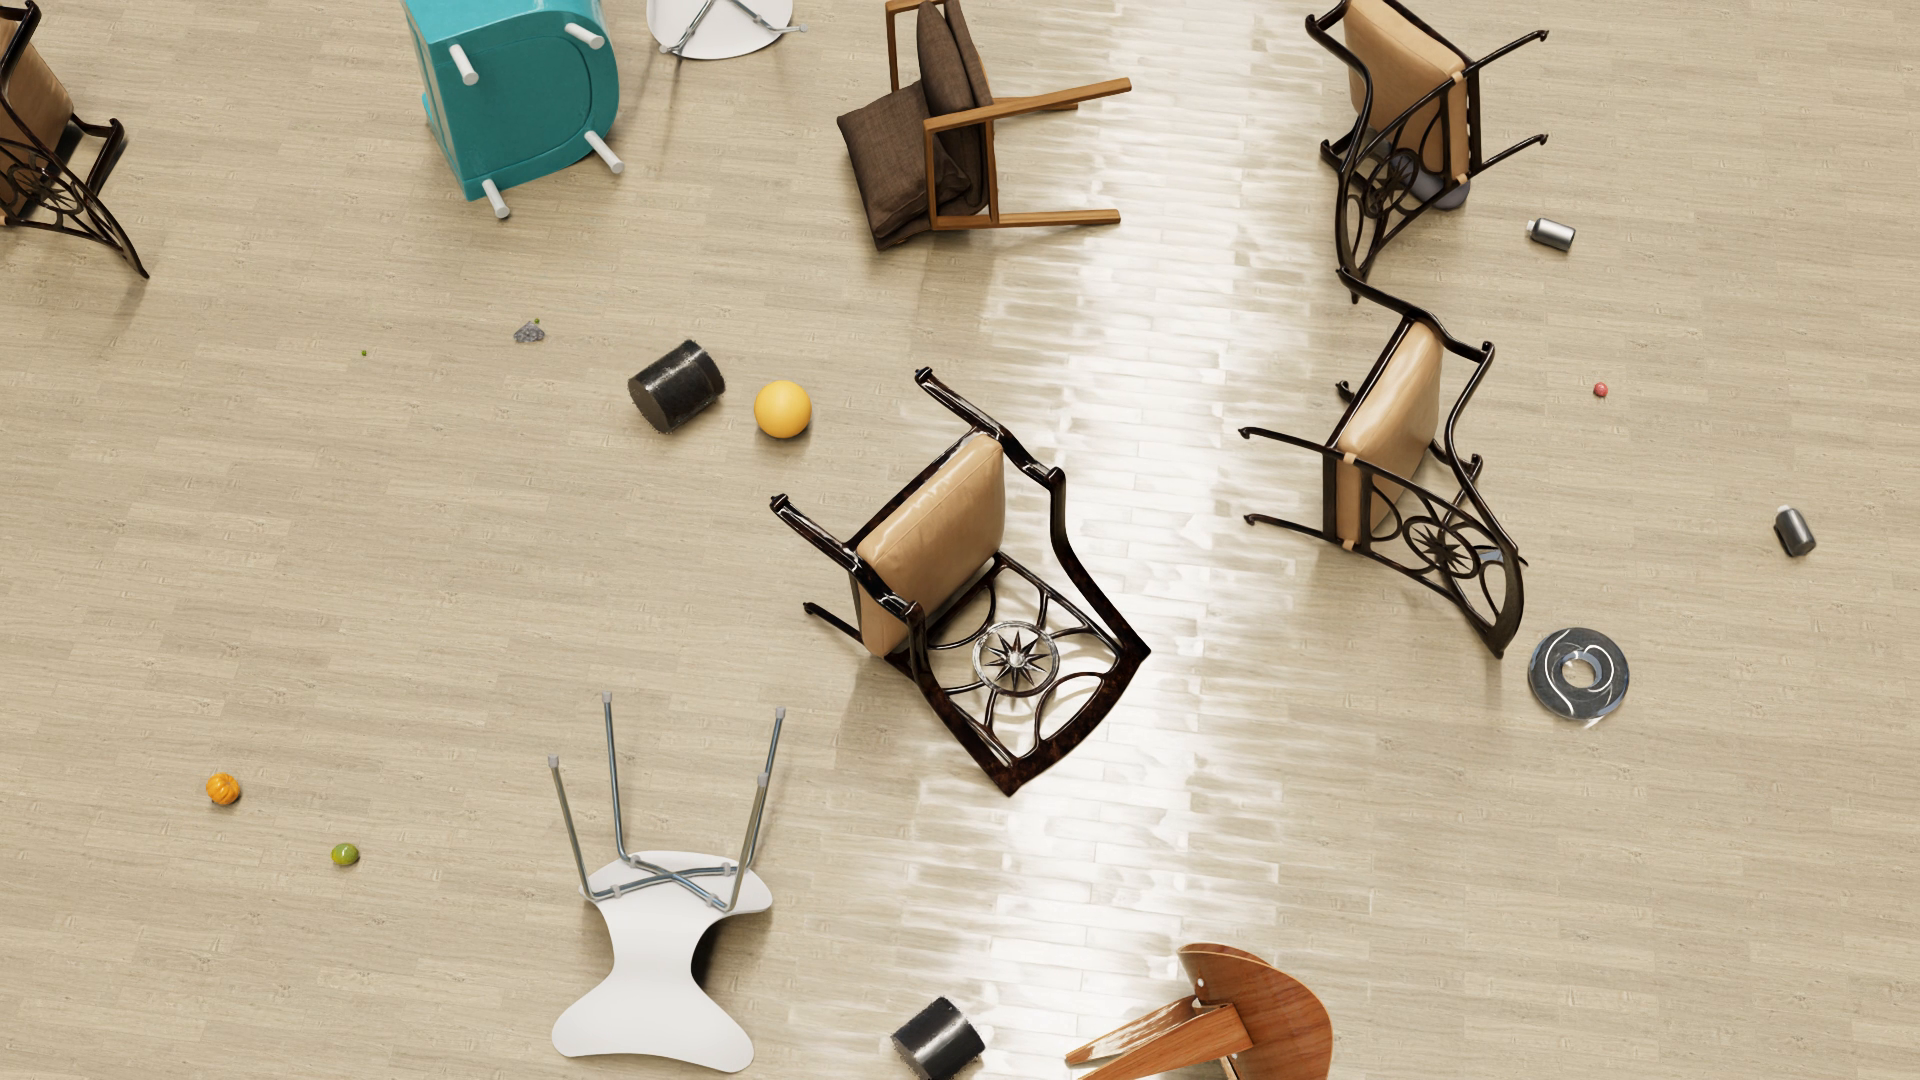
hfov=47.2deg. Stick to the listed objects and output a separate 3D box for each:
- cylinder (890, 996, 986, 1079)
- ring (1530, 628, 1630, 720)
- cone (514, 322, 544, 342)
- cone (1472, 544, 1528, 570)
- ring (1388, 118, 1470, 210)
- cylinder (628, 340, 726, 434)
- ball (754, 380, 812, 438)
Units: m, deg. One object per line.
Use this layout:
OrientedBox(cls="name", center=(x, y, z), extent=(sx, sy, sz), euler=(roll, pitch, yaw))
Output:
OrientedBox(cls="cylinder", center=(-0.057, 1.289, 5.639), extent=(0.166, 0.116, 0.184), euler=(-35, 60, -21))
OrientedBox(cls="ring", center=(1.769, 0.380, 6.282), extent=(0.282, 0.064, 0.308), euler=(23, 60, 15))
OrientedBox(cls="cone", center=(-1.373, -0.676, 7.013), extent=(0.100, 0.052, 0.085), euler=(-7, 39, -3))
OrientedBox(cls="cone", center=(1.611, 0.032, 6.536), extent=(0.173, 0.060, 0.075), euler=(18, 36, 13))
OrientedBox(cls="ring", center=(1.568, -1.260, 7.350), extent=(0.226, 0.117, 0.388), euler=(-20, 59, -11))
OrientedBox(cls="cylinder", center=(-0.873, -0.473, 6.774), extent=(0.223, 0.192, 0.201), euler=(-38, 95, -22))
OrientedBox(cls="ball", center=(-0.543, -0.401, 6.736), extent=(0.178, 0.178, 0.178), euler=(0, 56, 0))
